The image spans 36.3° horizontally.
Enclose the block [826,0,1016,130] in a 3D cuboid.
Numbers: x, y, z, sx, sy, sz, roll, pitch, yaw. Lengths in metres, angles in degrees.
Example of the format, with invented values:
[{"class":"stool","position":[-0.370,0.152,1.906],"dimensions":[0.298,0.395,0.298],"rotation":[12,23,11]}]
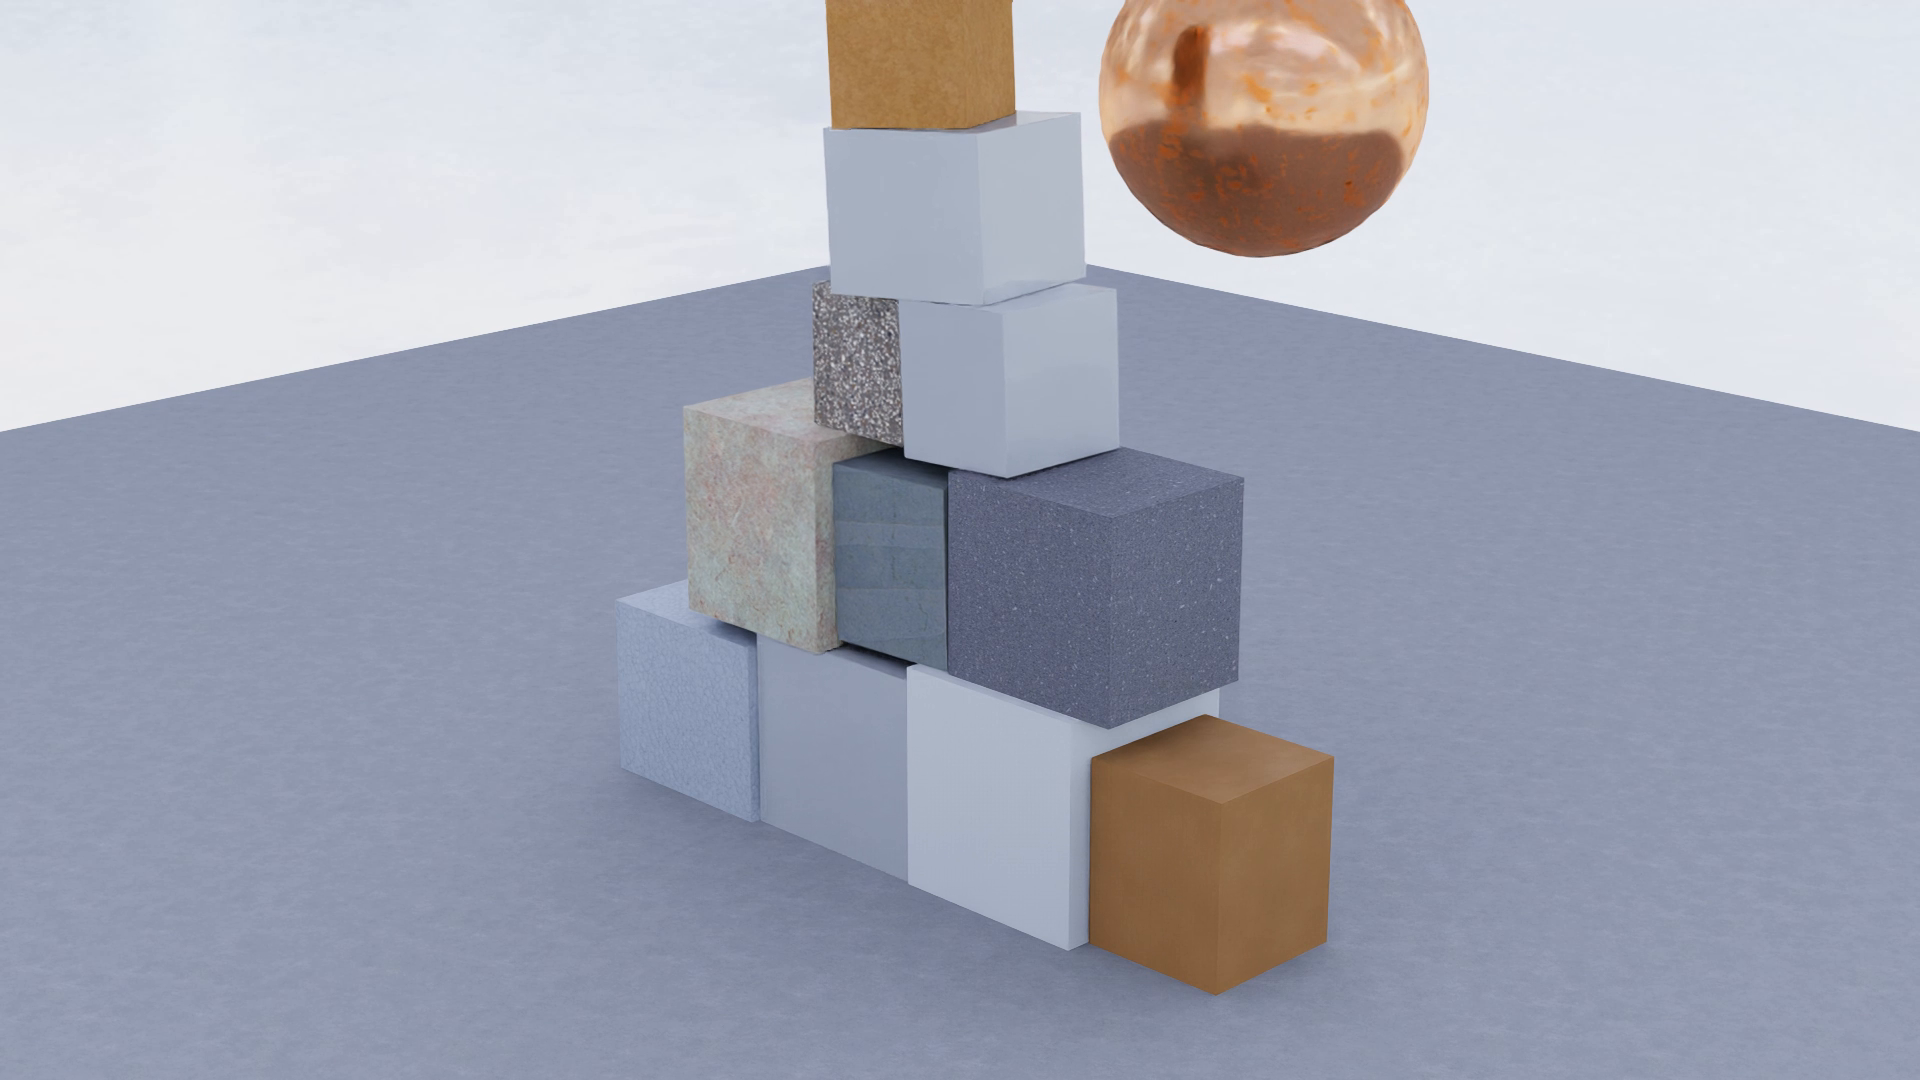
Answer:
[{"class":"block","position":[-0.166,-2.136,12.780],"dimensions":[0.636,0.622,0.577],"rotation":[4,16,22]}]

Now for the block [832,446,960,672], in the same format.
[{"class":"block","position":[-0.031,0.033,13.367],"dimensions":[0.804,0.835,0.716],"rotation":[-17,22,-42]}]

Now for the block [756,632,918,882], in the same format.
[{"class":"block","position":[-0.247,0.884,13.904],"dimensions":[0.982,0.977,1.020],"rotation":[-17,24,-42]}]

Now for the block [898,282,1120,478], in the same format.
[{"class":"block","position":[0.220,-0.732,12.888],"dimensions":[0.714,0.714,0.634],"rotation":[-16,20,-43]}]

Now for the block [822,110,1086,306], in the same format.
[{"class":"block","position":[-0.018,-1.486,12.941],"dimensions":[0.821,0.732,0.798],"rotation":[8,18,35]}]

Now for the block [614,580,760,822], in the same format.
[{"class":"block","position":[-0.978,0.713,14.597],"dimensions":[1.047,0.887,0.997],"rotation":[-17,24,-42]}]

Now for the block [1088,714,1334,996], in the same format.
[{"class":"block","position":[1.079,1.339,12.639],"dimensions":[0.744,0.866,0.723],"rotation":[-17,24,-42]}]

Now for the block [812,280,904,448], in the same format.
[{"class":"block","position":[-0.225,-0.849,13.347],"dimensions":[0.624,0.656,0.631],"rotation":[-17,24,-42]}]

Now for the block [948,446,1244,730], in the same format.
[{"class":"block","position":[0.585,0.163,12.780],"dimensions":[0.845,0.929,0.955],"rotation":[-17,24,-42]}]

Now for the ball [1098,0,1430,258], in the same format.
[{"class":"ball","position":[1.467,-2.169,14.198],"dimensions":[1.600,1.600,1.600],"rotation":[0,17,0]}]

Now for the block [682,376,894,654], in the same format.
[{"class":"block","position":[-0.612,-0.159,13.924],"dimensions":[1.024,1.001,0.916],"rotation":[-17,24,-42]}]

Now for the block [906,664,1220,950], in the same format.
[{"class":"block","position":[0.460,1.069,13.194],"dimensions":[0.973,1.049,0.996],"rotation":[-17,24,-42]}]
